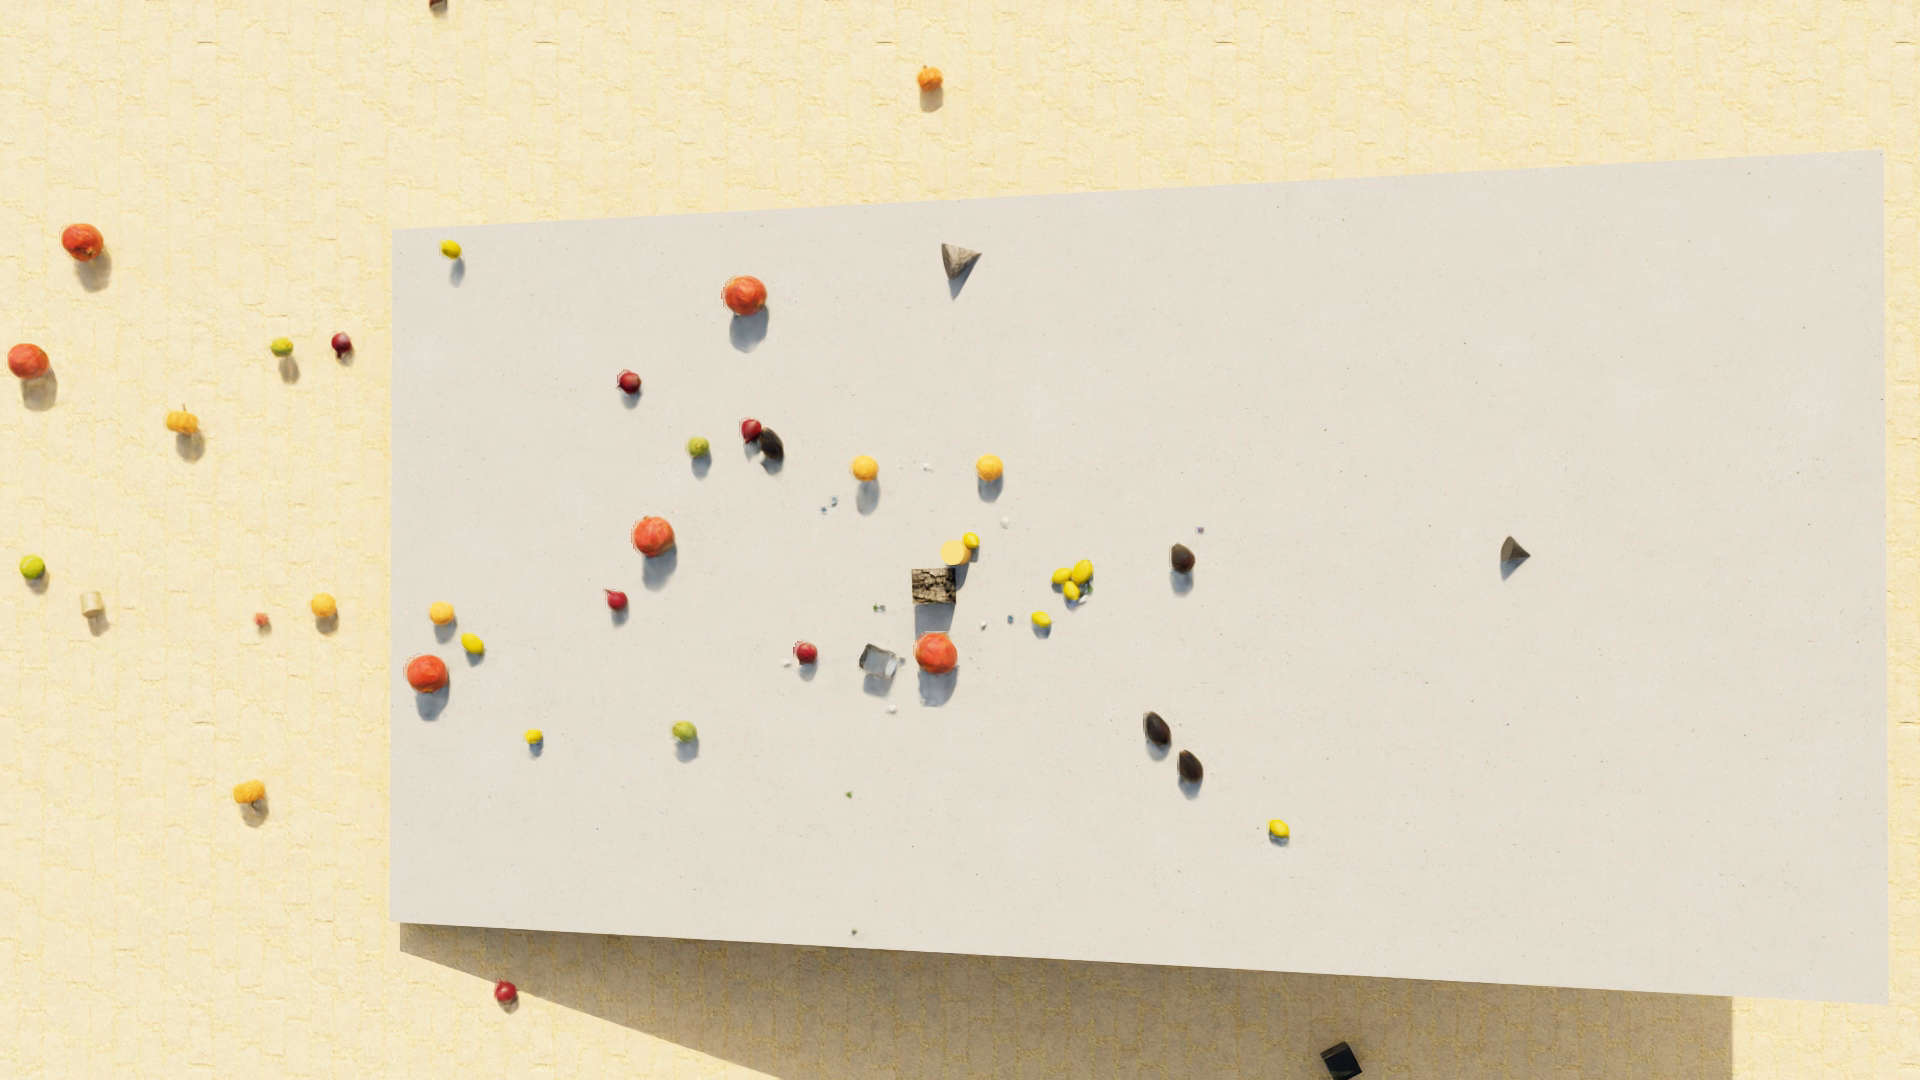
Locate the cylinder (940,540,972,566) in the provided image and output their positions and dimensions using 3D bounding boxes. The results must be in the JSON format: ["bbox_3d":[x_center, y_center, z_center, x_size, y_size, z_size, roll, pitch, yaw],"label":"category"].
[{"bbox_3d":[-0.011,0.033,5.802,0.065,0.065,0.065,0,89,18],"label":"cylinder"}]

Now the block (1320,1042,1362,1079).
[{"bbox_3d":[1.107,1.520,6.391,0.082,0.082,0.082,-27,89,0],"label":"block"}]

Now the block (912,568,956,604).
[{"bbox_3d":[-0.069,0.122,5.805,0.092,0.092,0.092,-2,88,18],"label":"block"}]

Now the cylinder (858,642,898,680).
[{"bbox_3d":[-0.217,0.324,5.858,0.077,0.077,0.077,22,89,18],"label":"cylinder"}]

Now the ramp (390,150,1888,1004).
[{"bbox_3d":[0.275,0.093,5.796,4.000,0.100,2.000,0,89,18],"label":"ramp"}]

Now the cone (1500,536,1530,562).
[{"bbox_3d":[1.368,0.030,5.380,0.066,0.066,0.066,16,89,-10],"label":"cone"}]
